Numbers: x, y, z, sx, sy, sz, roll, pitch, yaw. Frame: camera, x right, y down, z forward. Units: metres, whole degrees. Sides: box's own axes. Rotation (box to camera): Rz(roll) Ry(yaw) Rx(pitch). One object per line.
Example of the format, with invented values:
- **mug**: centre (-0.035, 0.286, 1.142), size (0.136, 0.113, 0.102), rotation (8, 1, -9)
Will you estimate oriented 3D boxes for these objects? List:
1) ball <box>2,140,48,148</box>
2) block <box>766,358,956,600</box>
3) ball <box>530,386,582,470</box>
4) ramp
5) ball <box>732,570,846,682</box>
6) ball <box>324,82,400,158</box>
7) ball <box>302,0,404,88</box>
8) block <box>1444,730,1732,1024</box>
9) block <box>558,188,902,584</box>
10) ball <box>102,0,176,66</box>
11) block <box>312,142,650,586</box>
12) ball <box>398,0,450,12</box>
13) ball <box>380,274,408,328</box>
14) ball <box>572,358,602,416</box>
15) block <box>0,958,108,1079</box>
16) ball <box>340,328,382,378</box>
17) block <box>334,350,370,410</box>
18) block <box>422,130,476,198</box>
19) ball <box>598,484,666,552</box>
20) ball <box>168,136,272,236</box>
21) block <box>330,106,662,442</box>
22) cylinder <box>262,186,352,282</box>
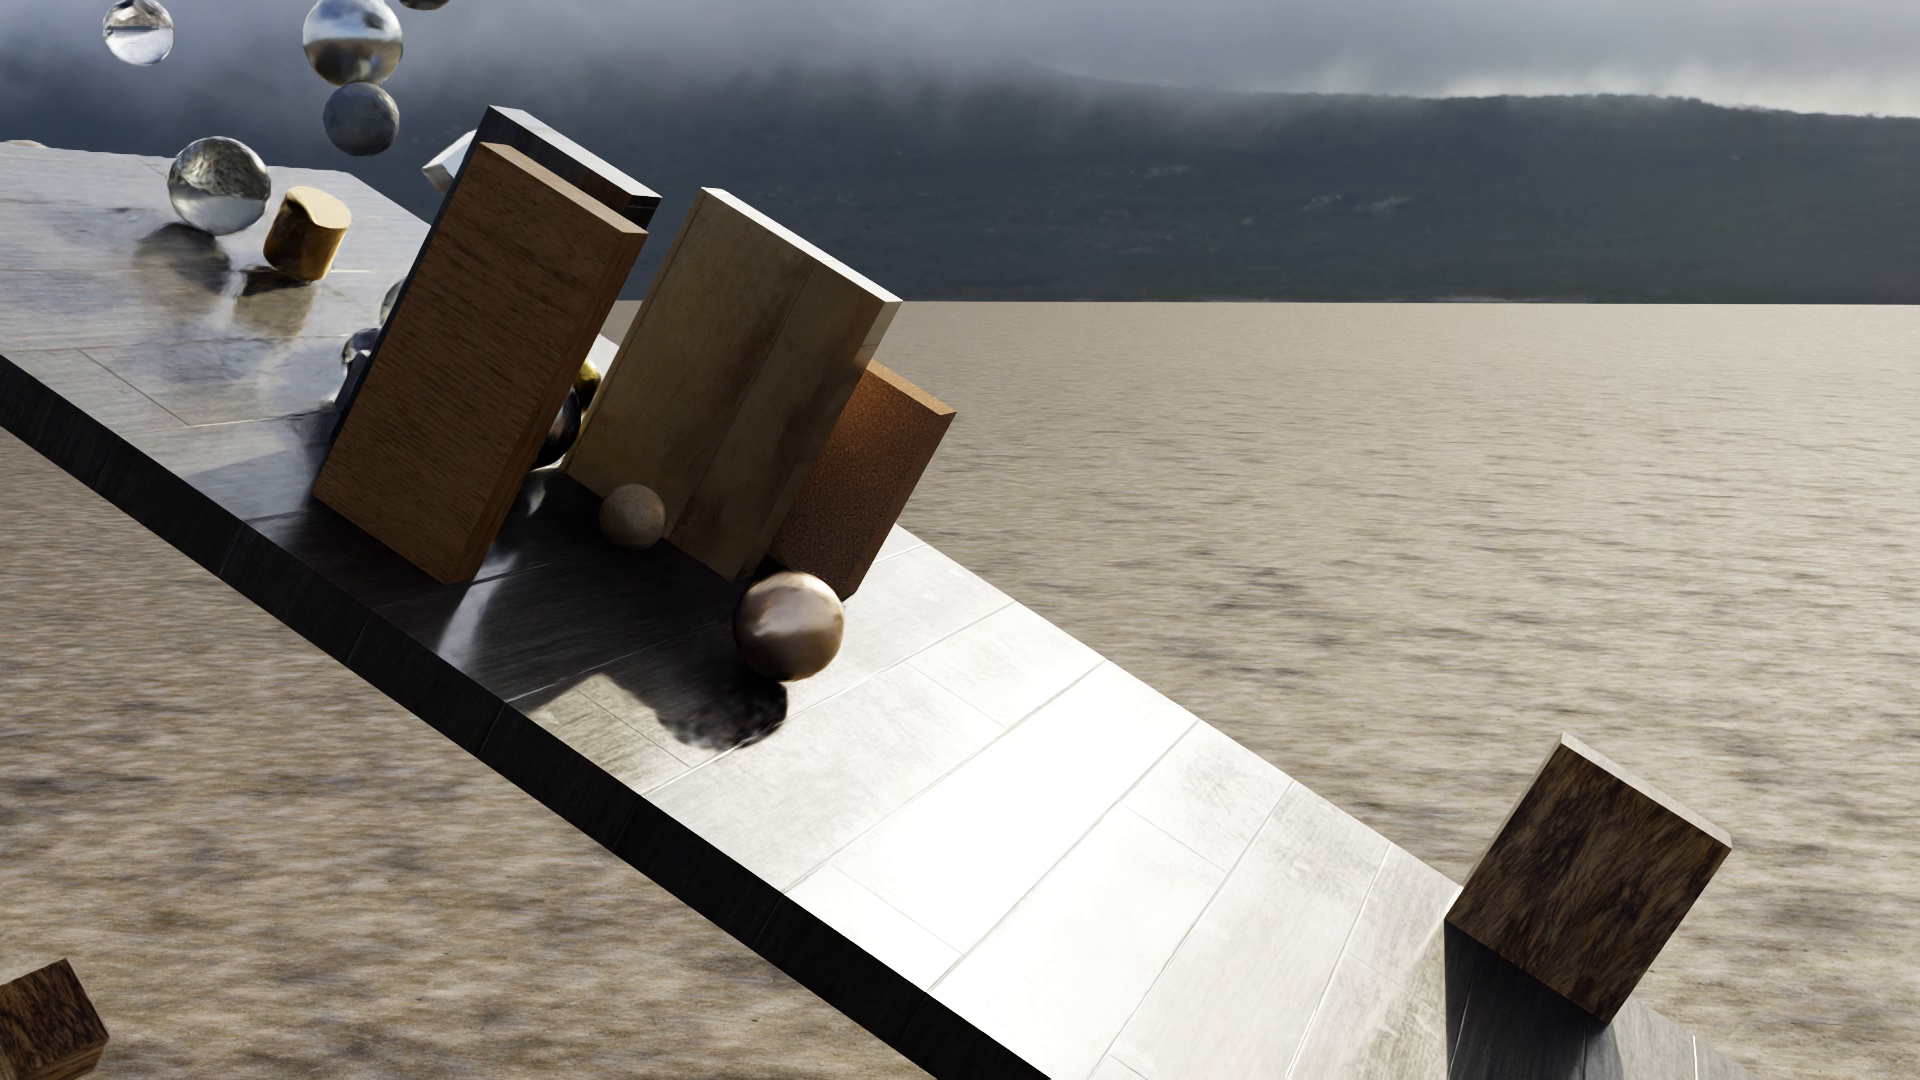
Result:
- **ball**: centre (-2.008, -0.765, 4.715), size (0.185, 0.185, 0.185), rotation (0, 7, 0)
- **block**: centre (-0.312, -0.187, 4.455), size (0.449, 0.434, 0.114), rotation (33, 15, 11)
- **ball**: centre (-0.809, -0.233, 4.102), size (0.204, 0.204, 0.204), rotation (0, 7, 0)
- **ramp**: centre (-0.183, 0.301, 4.127), size (4.000, 0.100, 2.000), rotation (33, 15, 11)
- **ball**: centre (-0.298, 0.149, 3.825), size (0.195, 0.195, 0.195), rotation (0, 7, 0)
- **ball**: centre (-1.210, -0.850, 4.448), size (0.150, 0.150, 0.150), rotation (0, 7, 0)
- **ball**: centre (-1.251, -1.030, 4.533), size (0.202, 0.202, 0.202), rotation (0, 7, 0)
- **block**: centre (1.291, 0.694, 4.536), size (0.388, 0.446, 0.122), rotation (33, 15, 11)
- **block**: centre (-0.444, -0.294, 4.194), size (0.420, 0.617, 0.101), rotation (33, 15, 11)
- **ball**: centre (-1.491, -0.923, 3.994), size (0.125, 0.125, 0.125), rotation (0, 7, 0)
- **block**: centre (-0.763, -0.275, 3.474), size (0.277, 0.638, 0.094), rotation (33, 15, 11)
- **ball**: centre (-1.080, -1.141, 4.420), size (0.152, 0.152, 0.152), rotation (0, 7, 0)
- **ball**: centre (-1.050, -0.437, 4.357), size (0.195, 0.195, 0.195), rotation (0, 7, 0)
- **ball**: centre (-0.788, -0.312, 4.423), size (0.135, 0.135, 0.135), rotation (0, 7, 0)
- **block**: centre (-2.055, 1.099, 4.885), size (0.206, 0.206, 0.206), rotation (-22, -20, -42)
- **ball**: centre (-1.081, -0.330, 4.073), size (0.127, 0.127, 0.127), rotation (0, 7, 0)
- **block**: centre (-1.030, -0.260, 3.962), size (0.112, 0.112, 0.112), rotation (38, 16, 28)
- **block**: centre (-0.995, -0.752, 4.511), size (0.130, 0.130, 0.130), rotation (-44, 23, -22)
- **ball**: centre (-0.600, -0.041, 4.029), size (0.124, 0.124, 0.124), rotation (0, 7, 0)
- **ball**: centre (-1.491, -0.712, 4.431), size (0.198, 0.198, 0.198), rotation (0, 7, 0)
- **block**: centre (-0.793, -0.374, 3.737), size (0.297, 0.645, 0.115), rotation (33, 15, 11)
- **cylinder**: centre (-1.337, -0.627, 4.500), size (0.138, 0.138, 0.138), rotation (26, 30, -16)
